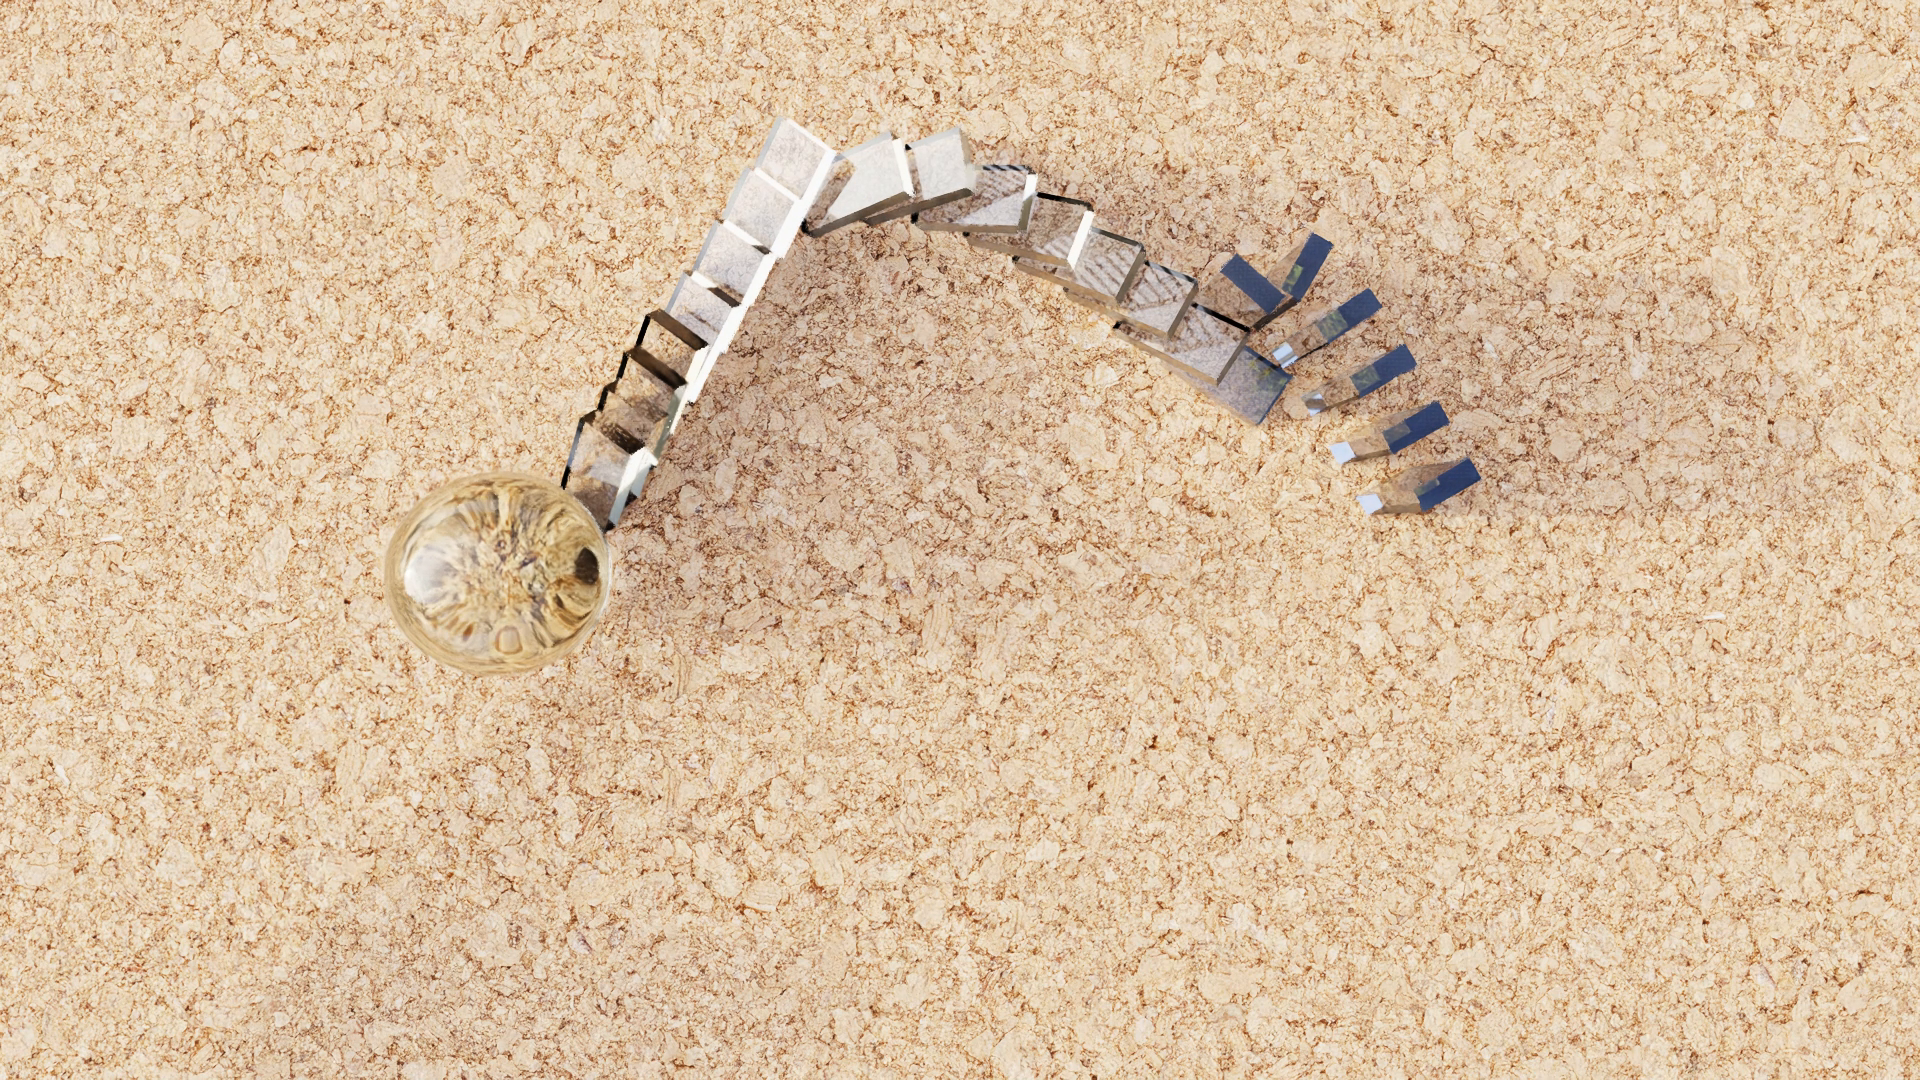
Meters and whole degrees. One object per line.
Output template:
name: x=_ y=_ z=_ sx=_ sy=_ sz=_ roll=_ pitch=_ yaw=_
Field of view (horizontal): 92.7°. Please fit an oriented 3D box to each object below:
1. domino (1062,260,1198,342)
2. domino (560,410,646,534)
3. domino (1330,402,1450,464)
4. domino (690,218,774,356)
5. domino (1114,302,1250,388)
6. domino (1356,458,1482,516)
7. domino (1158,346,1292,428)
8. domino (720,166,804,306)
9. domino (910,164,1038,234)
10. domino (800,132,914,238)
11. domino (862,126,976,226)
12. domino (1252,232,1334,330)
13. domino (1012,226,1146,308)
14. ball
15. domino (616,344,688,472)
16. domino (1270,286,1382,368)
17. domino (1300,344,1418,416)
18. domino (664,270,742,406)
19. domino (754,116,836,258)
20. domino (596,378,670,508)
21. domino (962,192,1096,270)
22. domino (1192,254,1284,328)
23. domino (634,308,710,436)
domino: x=0.072 y=-0.106 z=0.386 sx=0.050 sy=0.010 sz=0.025 roll=29 pitch=90 yaw=22
domino: x=-0.150 y=-0.027 z=0.381 sx=0.025 sy=0.010 sz=0.050 roll=36 pitch=128 yaw=0
domino: x=0.174 y=-0.043 z=0.375 sx=0.025 sy=0.050 sz=0.009 roll=-29 pitch=90 yaw=0
domino: x=-0.101 y=-0.105 z=0.385 sx=0.025 sy=0.010 sz=0.050 roll=35 pitch=115 yaw=0
domino: x=0.093 y=-0.087 z=0.386 sx=0.050 sy=0.010 sz=0.025 roll=33 pitch=90 yaw=22
domino: x=0.186 y=-0.021 z=0.375 sx=0.025 sy=0.050 sz=0.010 roll=-30 pitch=90 yaw=0
domino: x=0.114 y=-0.073 z=0.395 sx=0.050 sy=0.009 sz=0.025 roll=34 pitch=90 yaw=0
domino: x=-0.089 y=-0.127 z=0.385 sx=0.025 sy=0.009 sz=0.050 roll=36 pitch=115 yaw=2
domino: x=0.005 y=-0.143 z=0.385 sx=0.050 sy=0.010 sz=0.025 roll=11 pitch=90 yaw=25
domino: x=-0.046 y=-0.149 z=0.386 sx=0.050 sy=0.010 sz=0.025 roll=-14 pitch=90 yaw=23
domino: x=-0.020 y=-0.152 z=0.385 sx=0.050 sy=0.009 sz=0.025 roll=-8 pitch=89 yaw=24
domino: x=0.133 y=-0.105 z=0.375 sx=0.009 sy=0.050 sz=0.025 roll=30 pitch=90 yaw=0
domino: x=0.050 y=-0.119 z=0.386 sx=0.050 sy=0.009 sz=0.025 roll=27 pitch=90 yaw=22
ball: x=-0.179 y=0.013 z=0.360 sx=0.080 sy=0.080 sz=0.080 roll=0 pitch=90 yaw=0
domino: x=-0.133 y=-0.053 z=0.381 sx=0.025 sy=0.010 sz=0.050 roll=36 pitch=128 yaw=0
domino: x=0.149 y=-0.086 z=0.375 sx=0.025 sy=0.050 sz=0.010 roll=-34 pitch=90 yaw=0
domino: x=0.162 y=-0.065 z=0.375 sx=0.025 sy=0.050 sz=0.010 roll=-30 pitch=90 yaw=0
domino: x=-0.114 y=-0.084 z=0.386 sx=0.025 sy=0.009 sz=0.050 roll=35 pitch=114 yaw=0
domino: x=-0.075 y=-0.147 z=0.384 sx=0.025 sy=0.009 sz=0.050 roll=37 pitch=115 yaw=4
domino: x=-0.140 y=-0.040 z=0.381 sx=0.025 sy=0.010 sz=0.050 roll=36 pitch=128 yaw=0
domino: x=0.028 y=-0.133 z=0.386 sx=0.050 sy=0.010 sz=0.025 roll=21 pitch=90 yaw=24
domino: x=0.112 y=-0.098 z=0.375 sx=0.025 sy=0.050 sz=0.010 roll=41 pitch=90 yaw=0
domino: x=-0.125 y=-0.068 z=0.382 sx=0.025 sy=0.009 sz=0.050 roll=36 pitch=125 yaw=0
